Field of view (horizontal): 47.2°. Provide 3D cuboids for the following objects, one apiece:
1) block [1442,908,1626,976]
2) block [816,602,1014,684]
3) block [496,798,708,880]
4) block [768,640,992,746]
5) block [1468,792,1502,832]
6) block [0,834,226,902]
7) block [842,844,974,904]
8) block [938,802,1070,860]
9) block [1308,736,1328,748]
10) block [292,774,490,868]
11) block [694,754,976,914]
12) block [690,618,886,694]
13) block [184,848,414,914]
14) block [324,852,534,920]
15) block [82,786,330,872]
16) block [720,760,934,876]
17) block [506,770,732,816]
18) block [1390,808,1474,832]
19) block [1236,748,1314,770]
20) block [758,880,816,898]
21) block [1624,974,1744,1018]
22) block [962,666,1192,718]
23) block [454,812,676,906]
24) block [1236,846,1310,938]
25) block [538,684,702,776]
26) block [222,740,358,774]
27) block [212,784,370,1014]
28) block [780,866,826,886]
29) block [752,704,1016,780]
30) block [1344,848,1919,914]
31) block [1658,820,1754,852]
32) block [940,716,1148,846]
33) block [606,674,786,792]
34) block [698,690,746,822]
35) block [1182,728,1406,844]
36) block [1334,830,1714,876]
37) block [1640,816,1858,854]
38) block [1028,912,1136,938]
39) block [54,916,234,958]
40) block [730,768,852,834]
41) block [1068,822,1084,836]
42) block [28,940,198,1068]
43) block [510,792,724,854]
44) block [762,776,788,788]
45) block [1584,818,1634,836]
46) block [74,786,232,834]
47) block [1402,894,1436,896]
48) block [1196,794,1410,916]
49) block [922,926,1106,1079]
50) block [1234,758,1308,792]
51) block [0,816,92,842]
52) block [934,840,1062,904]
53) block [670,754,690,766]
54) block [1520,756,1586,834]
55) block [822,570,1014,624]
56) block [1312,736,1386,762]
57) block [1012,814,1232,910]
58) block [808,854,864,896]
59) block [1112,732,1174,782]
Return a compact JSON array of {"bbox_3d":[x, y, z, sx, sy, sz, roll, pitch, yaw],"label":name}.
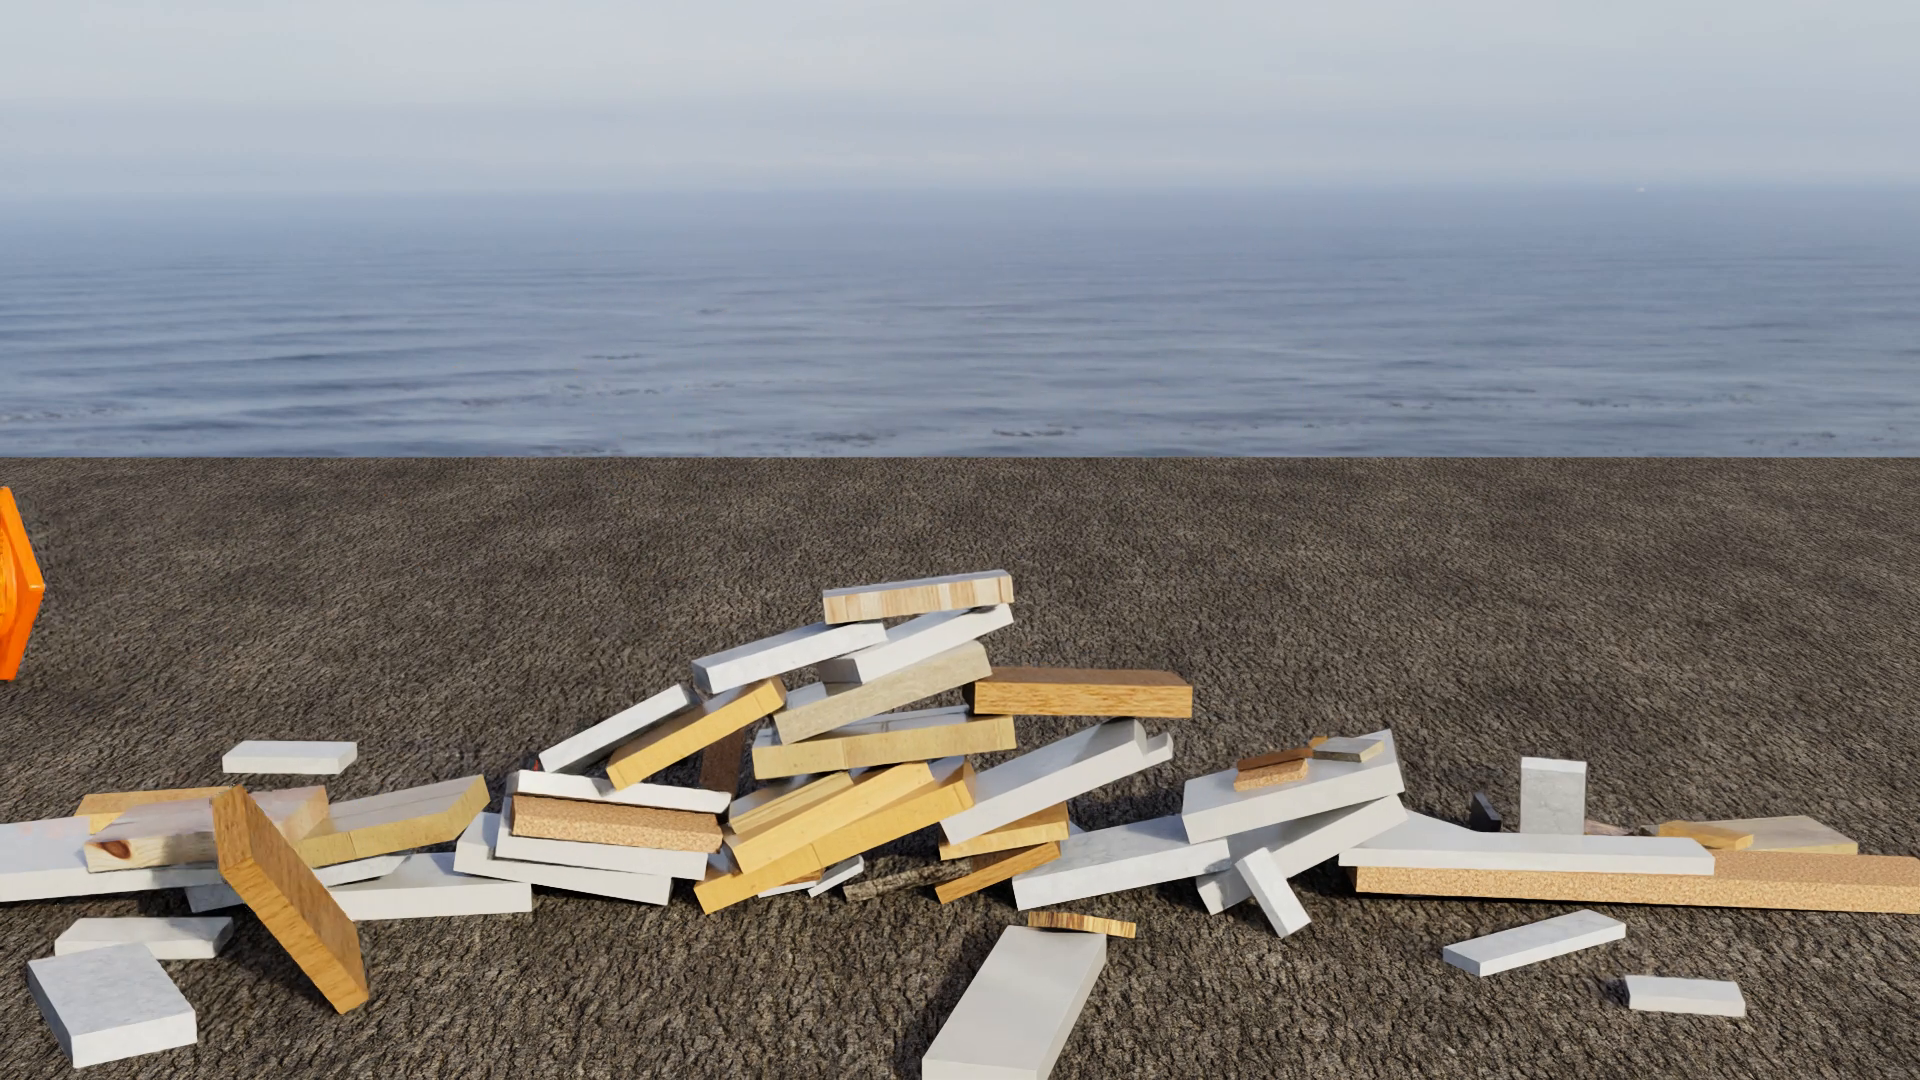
[{"bbox_3d":[0.895,0.625,3.419,0.316,0.022,0.079,-7,12,-31],"label":"block"},{"bbox_3d":[-0.076,0.168,3.682,0.301,0.043,0.150,-21,7,-28],"label":"block"},{"bbox_3d":[-0.590,0.492,3.629,0.336,0.048,0.168,9,9,-11],"label":"block"},{"bbox_3d":[-0.139,0.244,3.624,0.357,0.051,0.179,-18,7,-9],"label":"block"},{"bbox_3d":[0.942,0.507,3.950,0.017,0.060,0.161,6,11,1],"label":"block"},{"bbox_3d":[-1.659,0.548,3.578,0.944,0.046,0.163,-5,12,-2],"label":"block"},{"bbox_3d":[-0.085,0.549,3.662,0.212,0.030,0.106,-14,10,4],"label":"block"},{"bbox_3d":[0.074,0.482,3.647,0.212,0.030,0.106,-10,10,5],"label":"block"},{"bbox_3d":[0.638,0.452,3.893,0.030,0.105,0.210,-15,24,26],"label":"block"},{"bbox_3d":[-0.945,0.459,3.542,0.336,0.048,0.168,-12,13,11],"label":"block"},{"bbox_3d":[-0.202,0.481,3.629,0.474,0.049,0.172,-22,9,5],"label":"block"},{"bbox_3d":[-0.286,0.185,3.657,0.301,0.043,0.150,-17,6,-16],"label":"block"},{"bbox_3d":[-1.075,0.525,3.624,0.350,0.050,0.175,-12,13,10],"label":"block"},{"bbox_3d":[-0.884,0.570,3.640,0.350,0.050,0.175,-2,11,-8],"label":"block"},{"bbox_3d":[-1.206,0.462,3.531,0.336,0.048,0.168,-7,13,9],"label":"block"},{"bbox_3d":[-0.227,0.437,3.628,0.344,0.049,0.172,-25,9,-13],"label":"block"},{"bbox_3d":[-0.570,0.423,3.668,0.353,0.035,0.123,9,-12,-20],"label":"block"},{"bbox_3d":[0.758,0.522,3.913,0.161,0.046,0.321,-8,13,-36],"label":"block"},{"bbox_3d":[0.520,0.362,3.628,0.113,0.016,0.057,-16,-12,30],"label":"block"},{"bbox_3d":[-0.289,0.573,3.670,0.098,0.014,0.049,-12,11,1],"label":"block"},{"bbox_3d":[1.055,0.664,3.207,0.158,0.022,0.079,2,11,10],"label":"block"},{"bbox_3d":[0.191,0.252,3.657,0.357,0.051,0.179,2,5,-7],"label":"block"},{"bbox_3d":[-0.647,0.528,3.657,0.350,0.050,0.175,10,9,-2],"label":"block"},{"bbox_3d":[0.498,0.561,3.498,0.020,0.138,0.069,-41,-16,36],"label":"block"},{"bbox_3d":[-0.564,0.320,3.675,0.259,0.037,0.130,-27,-10,1],"label":"block"},{"bbox_3d":[-1.342,0.436,4.410,0.232,0.033,0.116,0,11,3],"label":"block"},{"bbox_3d":[-0.953,0.514,3.133,0.046,0.326,0.163,-28,38,-5],"label":"block"},{"bbox_3d":[-0.276,0.558,3.659,0.098,0.014,0.049,-10,11,8],"label":"block"},{"bbox_3d":[-0.124,0.327,3.613,0.421,0.051,0.179,-7,5,-1],"label":"block"},{"bbox_3d":[1.130,0.554,3.649,0.966,0.046,0.161,2,10,1],"label":"block"},{"bbox_3d":[1.282,0.508,3.781,0.138,0.020,0.069,7,8,43],"label":"block"},{"bbox_3d":[0.139,0.389,3.606,0.344,0.049,0.172,-23,9,9],"label":"block"},{"bbox_3d":[-0.430,0.308,3.603,0.301,0.043,0.150,-28,7,0],"label":"block"},{"bbox_3d":[-0.436,0.391,4.054,0.033,0.232,0.116,-1,-33,11],"label":"block"},{"bbox_3d":[0.546,0.405,3.618,0.355,0.050,0.177,-16,10,11],"label":"block"},{"bbox_3d":[0.920,0.513,3.624,0.615,0.030,0.105,2,10,-2],"label":"block"},{"bbox_3d":[1.373,0.535,3.838,0.321,0.046,0.161,-2,11,-11],"label":"block"},{"bbox_3d":[0.189,0.594,3.396,0.158,0.022,0.079,17,-17,-42],"label":"block"},{"bbox_3d":[-1.269,0.620,3.427,0.241,0.029,0.104,0,11,-2],"label":"block"},{"bbox_3d":[-0.279,0.418,3.624,0.207,0.029,0.103,-24,10,-2],"label":"block"},{"bbox_3d":[0.188,0.529,3.952,0.060,0.017,0.120,-4,11,-21],"label":"block"},{"bbox_3d":[-1.220,0.662,3.157,0.163,0.046,0.326,-7,12,-32],"label":"block"},{"bbox_3d":[-0.561,0.462,3.587,0.334,0.033,0.116,8,9,-15],"label":"block"},{"bbox_3d":[-0.299,0.465,3.770,0.029,0.207,0.104,-12,10,5],"label":"block"},{"bbox_3d":[1.134,0.525,3.964,0.069,0.020,0.138,-10,14,-42],"label":"block"},{"bbox_3d":[-1.487,0.498,4.062,0.259,0.037,0.130,-2,11,-12],"label":"block"},{"bbox_3d":[0.781,0.582,3.676,0.094,0.013,0.047,0,11,-3],"label":"block"},{"bbox_3d":[0.556,0.489,3.626,0.355,0.050,0.177,-28,9,7],"label":"block"},{"bbox_3d":[0.087,0.666,3.140,0.154,0.044,0.515,3,11,14],"label":"block"},{"bbox_3d":[0.509,0.385,3.598,0.113,0.016,0.057,-14,11,21],"label":"block"},{"bbox_3d":[-1.669,0.534,3.867,0.259,0.037,0.130,-4,11,-21],"label":"block"},{"bbox_3d":[0.063,0.536,3.657,0.212,0.030,0.106,-23,9,5],"label":"block"},{"bbox_3d":[-0.611,0.413,4.525,0.123,0.035,0.247,0,11,0],"label":"block"},{"bbox_3d":[1.016,0.467,3.769,0.105,0.210,0.030,4,34,19],"label":"block"},{"bbox_3d":[-0.072,0.094,3.659,0.309,0.044,0.154,-7,3,-4],"label":"block"},{"bbox_3d":[0.635,0.343,3.604,0.057,0.016,0.113,-24,12,-32],"label":"block"},{"bbox_3d":[0.265,0.529,3.660,0.355,0.050,0.177,-12,10,3],"label":"block"},{"bbox_3d":[-0.207,0.560,3.669,0.098,0.014,0.049,-28,10,4],"label":"block"},{"bbox_3d":[0.201,0.395,3.631,0.316,0.022,0.077,-23,9,11],"label":"block"}]
